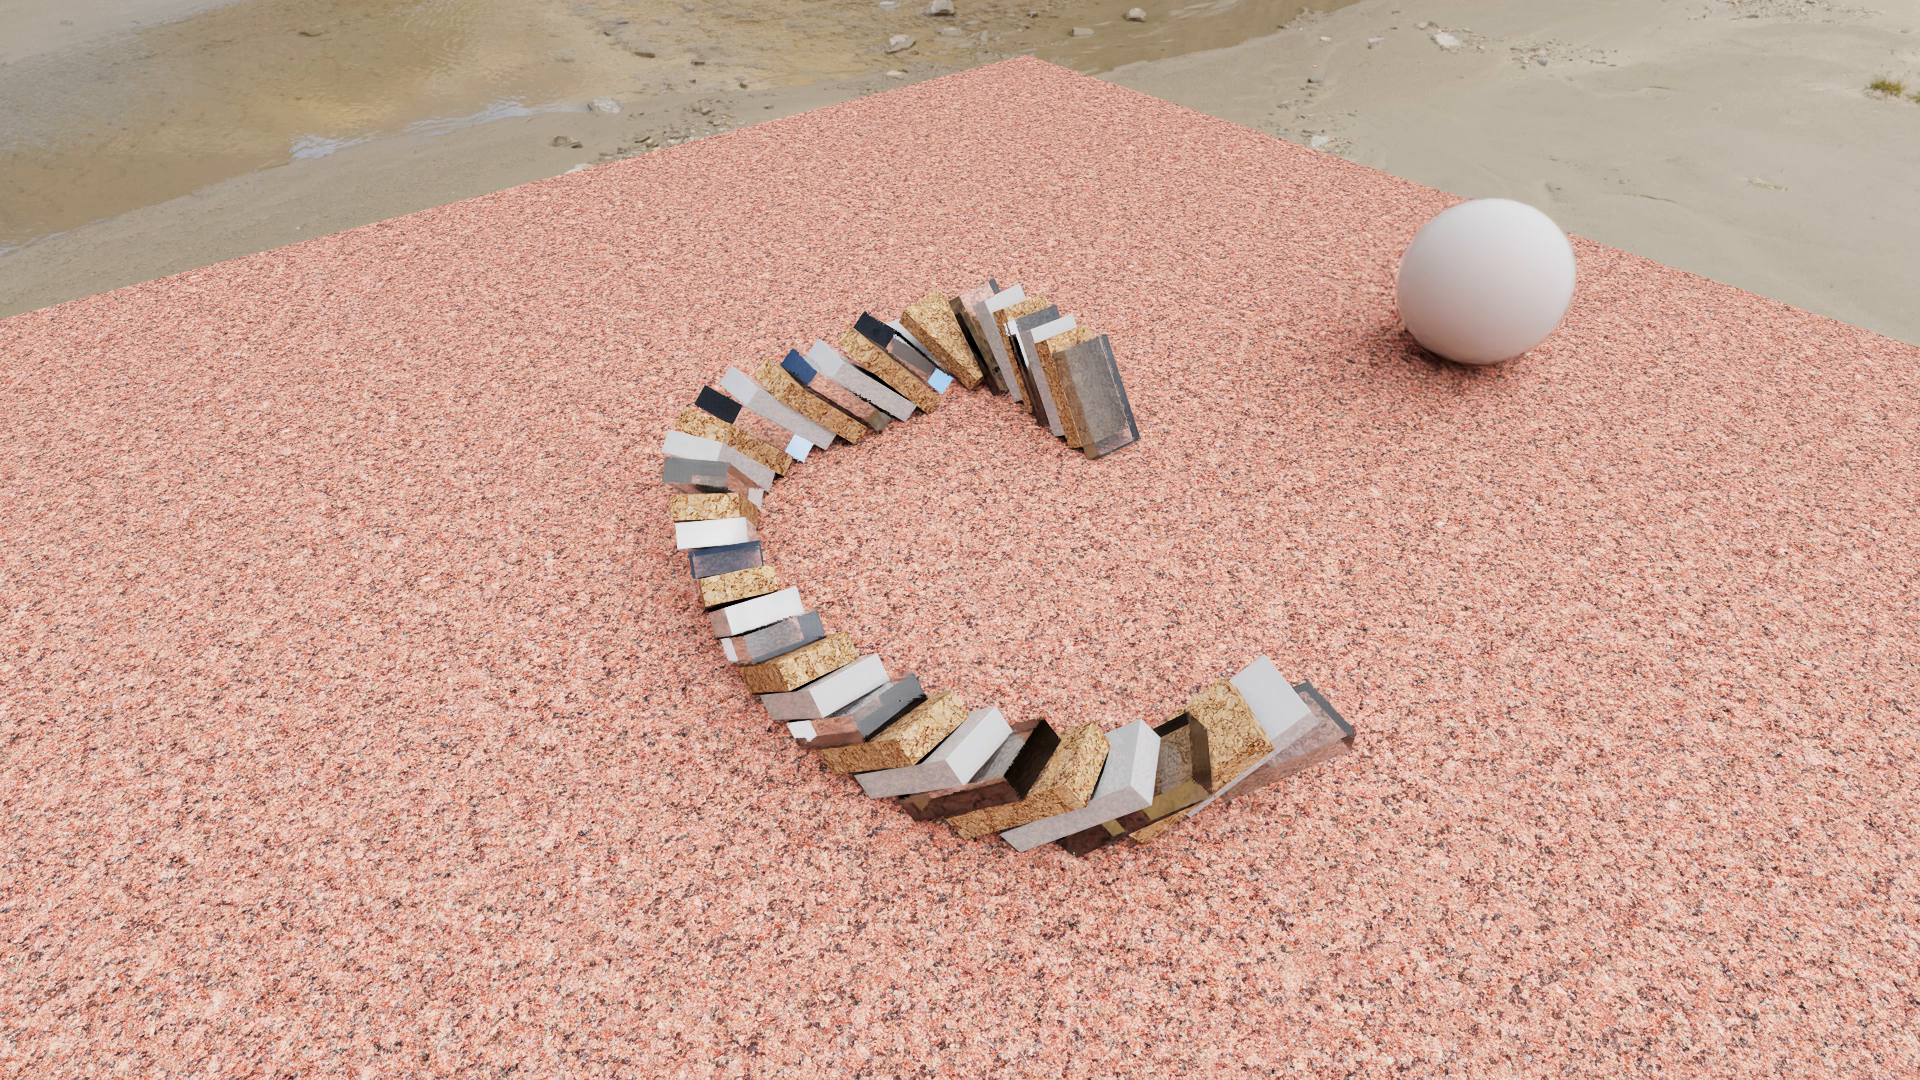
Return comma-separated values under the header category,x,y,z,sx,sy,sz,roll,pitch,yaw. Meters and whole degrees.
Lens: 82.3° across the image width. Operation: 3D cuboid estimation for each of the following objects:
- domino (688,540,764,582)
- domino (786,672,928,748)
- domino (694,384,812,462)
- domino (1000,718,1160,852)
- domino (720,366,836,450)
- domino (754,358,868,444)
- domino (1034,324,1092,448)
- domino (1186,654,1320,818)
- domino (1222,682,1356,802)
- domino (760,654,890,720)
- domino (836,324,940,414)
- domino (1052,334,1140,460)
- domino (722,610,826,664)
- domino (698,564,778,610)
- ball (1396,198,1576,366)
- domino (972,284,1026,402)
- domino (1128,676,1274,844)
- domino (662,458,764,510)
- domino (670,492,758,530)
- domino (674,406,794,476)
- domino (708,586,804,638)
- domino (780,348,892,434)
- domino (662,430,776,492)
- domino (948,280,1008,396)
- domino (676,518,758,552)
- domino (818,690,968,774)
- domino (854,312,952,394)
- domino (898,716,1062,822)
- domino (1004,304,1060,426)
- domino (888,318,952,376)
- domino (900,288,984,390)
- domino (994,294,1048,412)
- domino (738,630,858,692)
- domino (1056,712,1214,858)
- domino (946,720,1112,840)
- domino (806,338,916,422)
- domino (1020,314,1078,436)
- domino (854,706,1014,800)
category,x,y,z,sx,sy,sz,roll,pitch,yaw
domino,-0.086,0.008,0.409,0.025,0.009,0.050,-10,-2,-12
domino,-0.034,0.055,0.352,0.025,0.009,0.050,-32,6,-33
domino,-0.089,-0.050,0.478,0.025,0.050,0.010,29,91,31
domino,0.036,0.074,0.328,0.050,0.010,0.025,-31,24,35
domino,-0.080,-0.058,0.488,0.025,0.050,0.010,40,98,40
domino,-0.066,-0.062,0.493,0.010,0.050,0.025,-52,48,9
domino,0.054,-0.070,0.499,0.025,0.050,0.009,-25,11,-27
domino,0.084,0.062,0.347,0.050,0.009,0.025,-39,45,8
domino,0.102,0.066,0.363,0.050,0.009,0.025,-16,42,-19
domino,-0.045,0.048,0.360,0.025,0.009,0.050,-27,4,-29
domino,-0.033,-0.079,0.513,0.010,0.050,0.025,-50,49,7
domino,0.061,-0.064,0.492,0.025,0.050,0.010,-25,11,-27
domino,-0.065,0.034,0.378,0.025,0.009,0.050,-19,1,-22
domino,-0.081,0.017,0.398,0.025,0.009,0.050,-12,-2,-14
ball,0.258,-0.127,0.543,0.080,0.080,0.080,0,39,0
domino,0.028,-0.095,0.530,0.025,0.050,0.009,-34,15,-34
domino,0.068,0.067,0.337,0.050,0.010,0.025,-42,39,16
domino,-0.099,-0.022,0.444,0.025,0.050,0.009,5,81,6
domino,-0.095,-0.011,0.431,0.025,0.010,0.050,-2,-4,-2
domino,-0.095,-0.041,0.468,0.025,0.050,0.010,22,87,24
domino,-0.073,0.026,0.387,0.025,0.010,0.050,-17,0,-20
domino,-0.056,-0.067,0.500,0.009,0.050,0.025,-52,48,9
domino,-0.099,-0.032,0.456,0.025,0.050,0.009,14,84,17
domino,0.016,-0.099,0.536,0.025,0.050,0.010,-34,13,-34
domino,-0.092,-0.001,0.420,0.025,0.010,0.050,-5,-3,-6
domino,-0.022,0.061,0.344,0.025,0.010,0.050,-36,9,-36
domino,-0.027,-0.089,0.524,0.025,0.050,0.010,36,92,36
domino,0.005,0.070,0.333,0.050,0.009,0.025,-25,17,45
domino,0.041,-0.082,0.514,0.025,0.050,0.010,-25,11,-27
domino,-0.017,-0.100,0.565,0.025,0.010,0.050,-29,47,-31
domino,-0.003,-0.100,0.546,0.050,0.010,0.025,44,57,6
domino,0.036,-0.088,0.522,0.025,0.050,0.009,-25,11,-28
domino,-0.055,0.041,0.368,0.025,0.010,0.050,-24,3,-26
domino,0.051,0.073,0.328,0.050,0.010,0.025,-34,28,30
domino,0.020,0.072,0.330,0.050,0.010,0.025,-28,20,40
domino,-0.045,-0.073,0.508,0.050,0.010,0.025,26,15,-47
domino,0.048,-0.076,0.507,0.025,0.050,0.010,-25,11,-27
domino,-0.009,0.066,0.338,0.050,0.010,0.025,-23,14,50
